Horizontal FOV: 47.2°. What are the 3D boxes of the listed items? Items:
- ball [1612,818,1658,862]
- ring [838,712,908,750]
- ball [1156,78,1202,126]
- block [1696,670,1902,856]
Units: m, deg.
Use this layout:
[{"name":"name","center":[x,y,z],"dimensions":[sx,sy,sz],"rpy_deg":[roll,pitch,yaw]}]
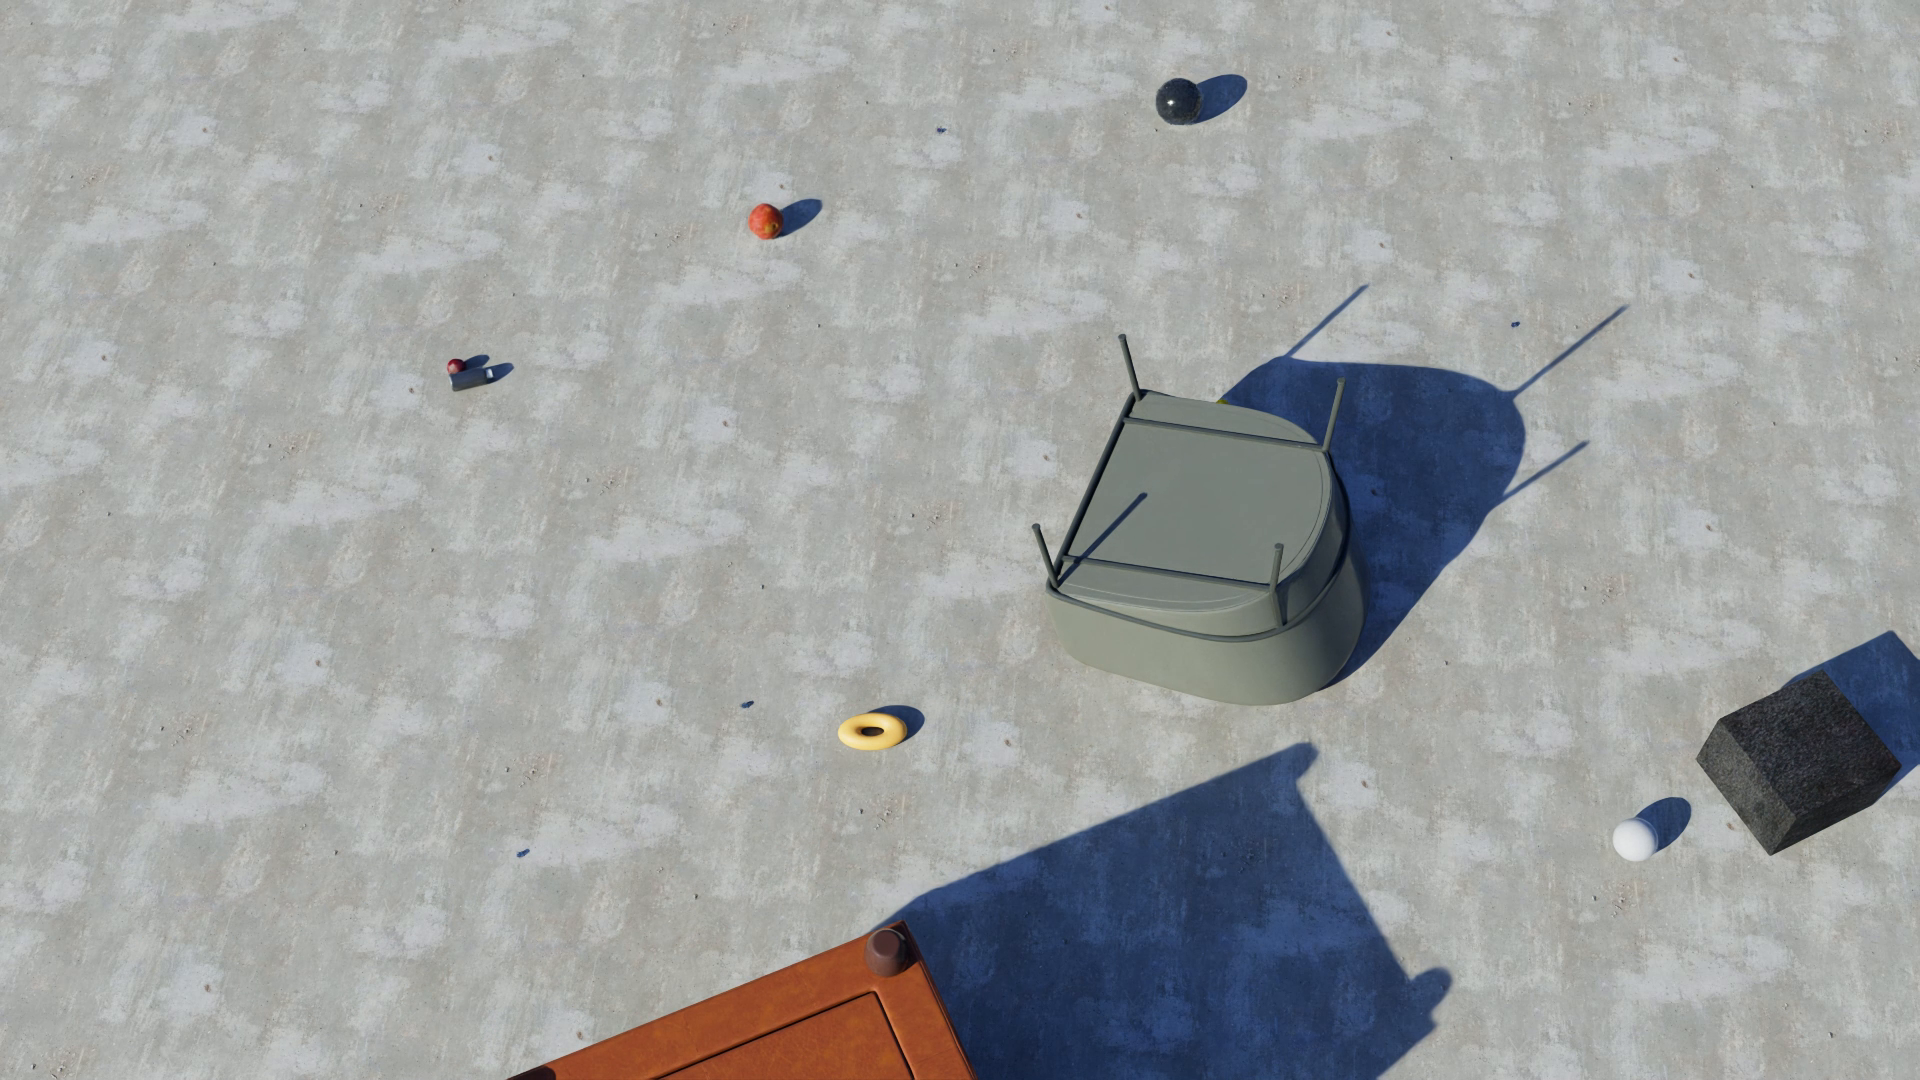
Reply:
[{"name":"ball","center":[1.830,0.812,5.958],"dimensions":[0.119,0.119,0.119],"rpy_deg":[0,56,0]},{"name":"ring","center":[-0.245,0.538,6.184],"dimensions":[0.196,0.049,0.112],"rpy_deg":[-3,58,-3]},{"name":"ball","center":[0.744,-1.490,7.477],"dimensions":[0.160,0.160,0.160],"rpy_deg":[0,56,0]},{"name":"block","center":[2.292,0.609,6.026],"dimensions":[0.353,0.231,0.334],"rpy_deg":[-22,59,-14]}]
